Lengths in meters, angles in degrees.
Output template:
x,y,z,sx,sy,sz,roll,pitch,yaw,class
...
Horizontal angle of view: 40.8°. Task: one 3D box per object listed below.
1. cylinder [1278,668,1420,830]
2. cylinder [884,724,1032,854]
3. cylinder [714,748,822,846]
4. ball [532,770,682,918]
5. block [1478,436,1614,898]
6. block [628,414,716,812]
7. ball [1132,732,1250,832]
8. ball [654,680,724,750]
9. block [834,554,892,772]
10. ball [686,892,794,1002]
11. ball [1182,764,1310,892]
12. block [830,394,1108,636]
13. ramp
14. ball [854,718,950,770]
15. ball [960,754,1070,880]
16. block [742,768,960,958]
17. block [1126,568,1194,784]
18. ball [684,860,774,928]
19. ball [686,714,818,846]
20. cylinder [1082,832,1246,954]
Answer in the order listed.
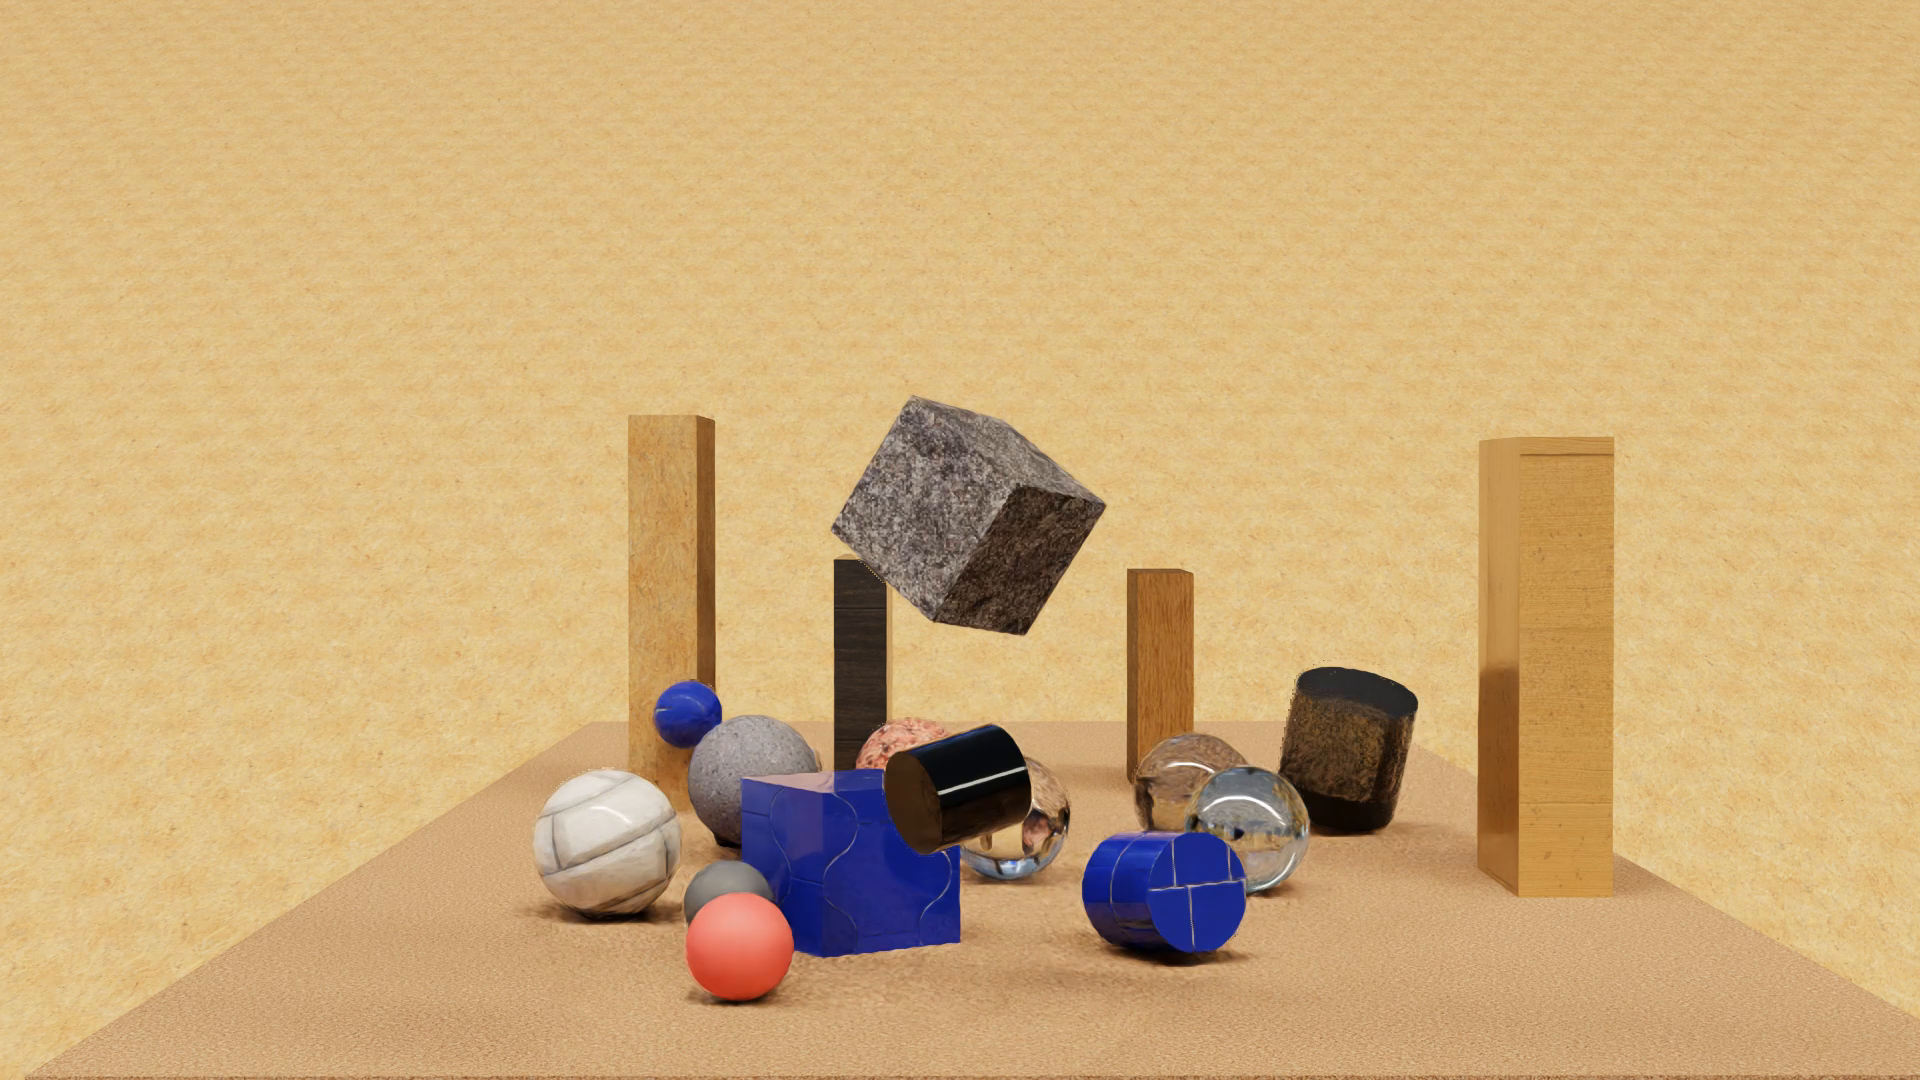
x,y,z,sx,sy,sz,roll,pitch,yaw,class
0.663,0.357,4.435,0.210,0.210,0.210,8,20,-3,cylinder
-0.003,0.292,3.038,0.125,0.125,0.125,-15,31,-31,cylinder
-0.317,0.425,4.264,0.160,0.160,0.160,0,27,5,cylinder
-0.483,0.417,3.545,0.204,0.204,0.204,0,27,0,ball
0.872,0.181,3.859,0.136,0.664,0.292,0,1,0,block
-0.543,0.131,4.900,0.125,0.726,0.363,0,1,0,block
0.376,0.408,4.131,0.200,0.200,0.200,0,27,0,ball
-0.490,0.316,4.659,0.125,0.125,0.125,0,27,0,ball
-0.189,0.261,5.107,0.101,0.457,0.421,0,1,0,block
-0.254,0.468,2.970,0.124,0.124,0.124,0,27,0,ball
0.419,0.422,3.773,0.185,0.185,0.185,0,27,0,ball
0.009,-0.025,2.788,0.174,0.174,0.174,41,17,33,block
0.061,0.550,4.586,2.000,0.100,4.000,0,1,0,ramp
-0.083,0.404,4.430,0.197,0.197,0.197,0,27,0,ball
0.072,0.417,3.893,0.191,0.191,0.191,0,27,0,ball
-0.145,0.418,3.381,0.208,0.208,0.208,-1,1,-34,block
0.396,0.275,5.128,0.108,0.428,0.318,0,1,0,block
-0.295,0.466,3.294,0.115,0.115,0.115,0,27,0,ball
-0.328,0.380,4.086,0.207,0.207,0.207,0,27,0,ball
0.256,0.441,3.247,0.149,0.149,0.149,-17,4,-30,cylinder
